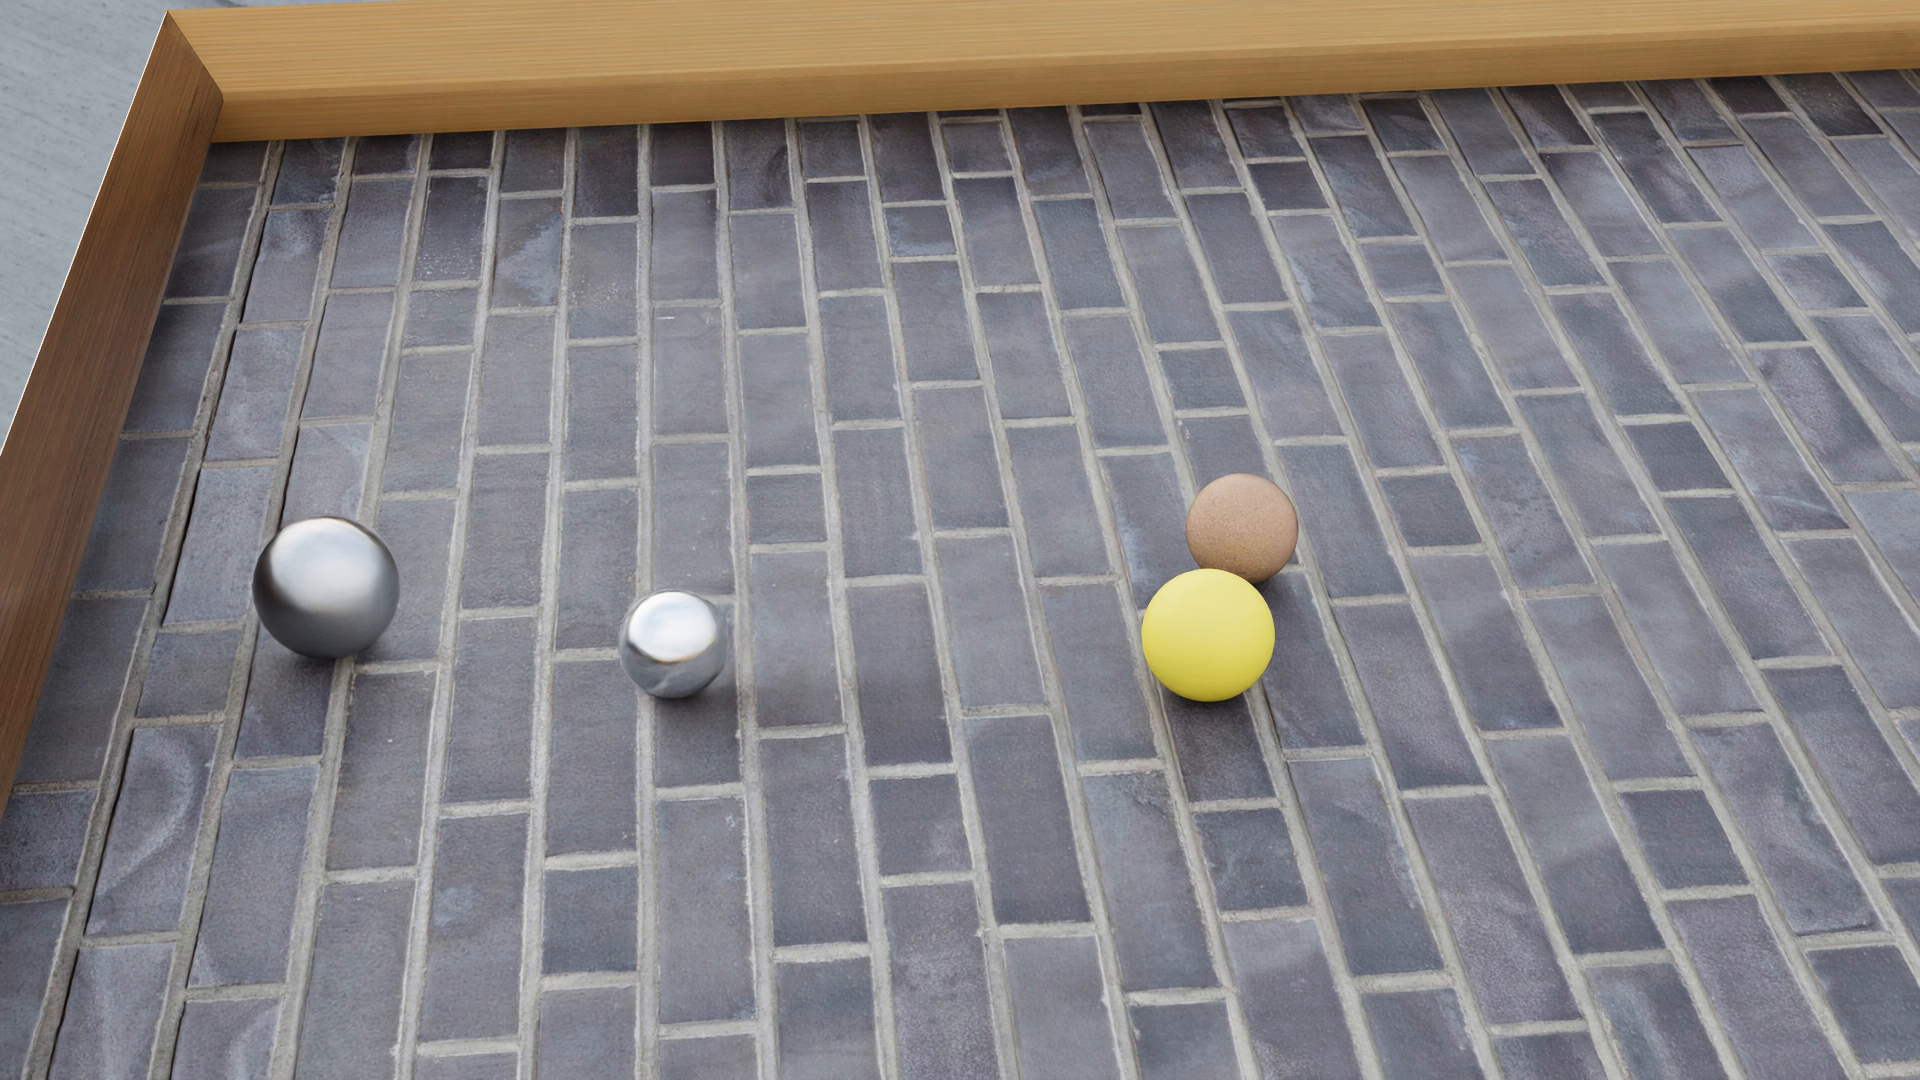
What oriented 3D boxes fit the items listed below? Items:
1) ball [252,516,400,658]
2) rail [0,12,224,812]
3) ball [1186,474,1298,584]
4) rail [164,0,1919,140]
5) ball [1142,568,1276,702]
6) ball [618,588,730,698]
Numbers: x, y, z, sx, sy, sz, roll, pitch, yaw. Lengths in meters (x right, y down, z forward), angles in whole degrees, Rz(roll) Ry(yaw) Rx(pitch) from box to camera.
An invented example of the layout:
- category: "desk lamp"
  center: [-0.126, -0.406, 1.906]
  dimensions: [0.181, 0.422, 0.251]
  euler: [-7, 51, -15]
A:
- category: "ball"
  center: [-0.420, 0.031, 1.700]
  dimensions: [0.095, 0.095, 0.095]
  euler: [0, 35, 0]
- category: "rail"
  center: [-0.605, 0.014, 1.695]
  dimensions: [0.045, 0.128, 1.499]
  euler: [-3, 35, -5]
- category: "ball"
  center: [0.195, -0.007, 1.770]
  dimensions: [0.078, 0.078, 0.078]
  euler: [0, 35, 0]
- category: "rail"
  center: [0.557, -0.474, 2.384]
  dimensions: [2.525, 0.128, 0.045]
  euler: [-3, 35, -5]
- category: "ball"
  center: [0.161, 0.062, 1.665]
  dimensions: [0.086, 0.086, 0.086]
  euler: [0, 35, 0]
- category: "ball"
  center: [-0.186, 0.067, 1.670]
  dimensions: [0.071, 0.071, 0.071]
  euler: [0, 35, 0]
